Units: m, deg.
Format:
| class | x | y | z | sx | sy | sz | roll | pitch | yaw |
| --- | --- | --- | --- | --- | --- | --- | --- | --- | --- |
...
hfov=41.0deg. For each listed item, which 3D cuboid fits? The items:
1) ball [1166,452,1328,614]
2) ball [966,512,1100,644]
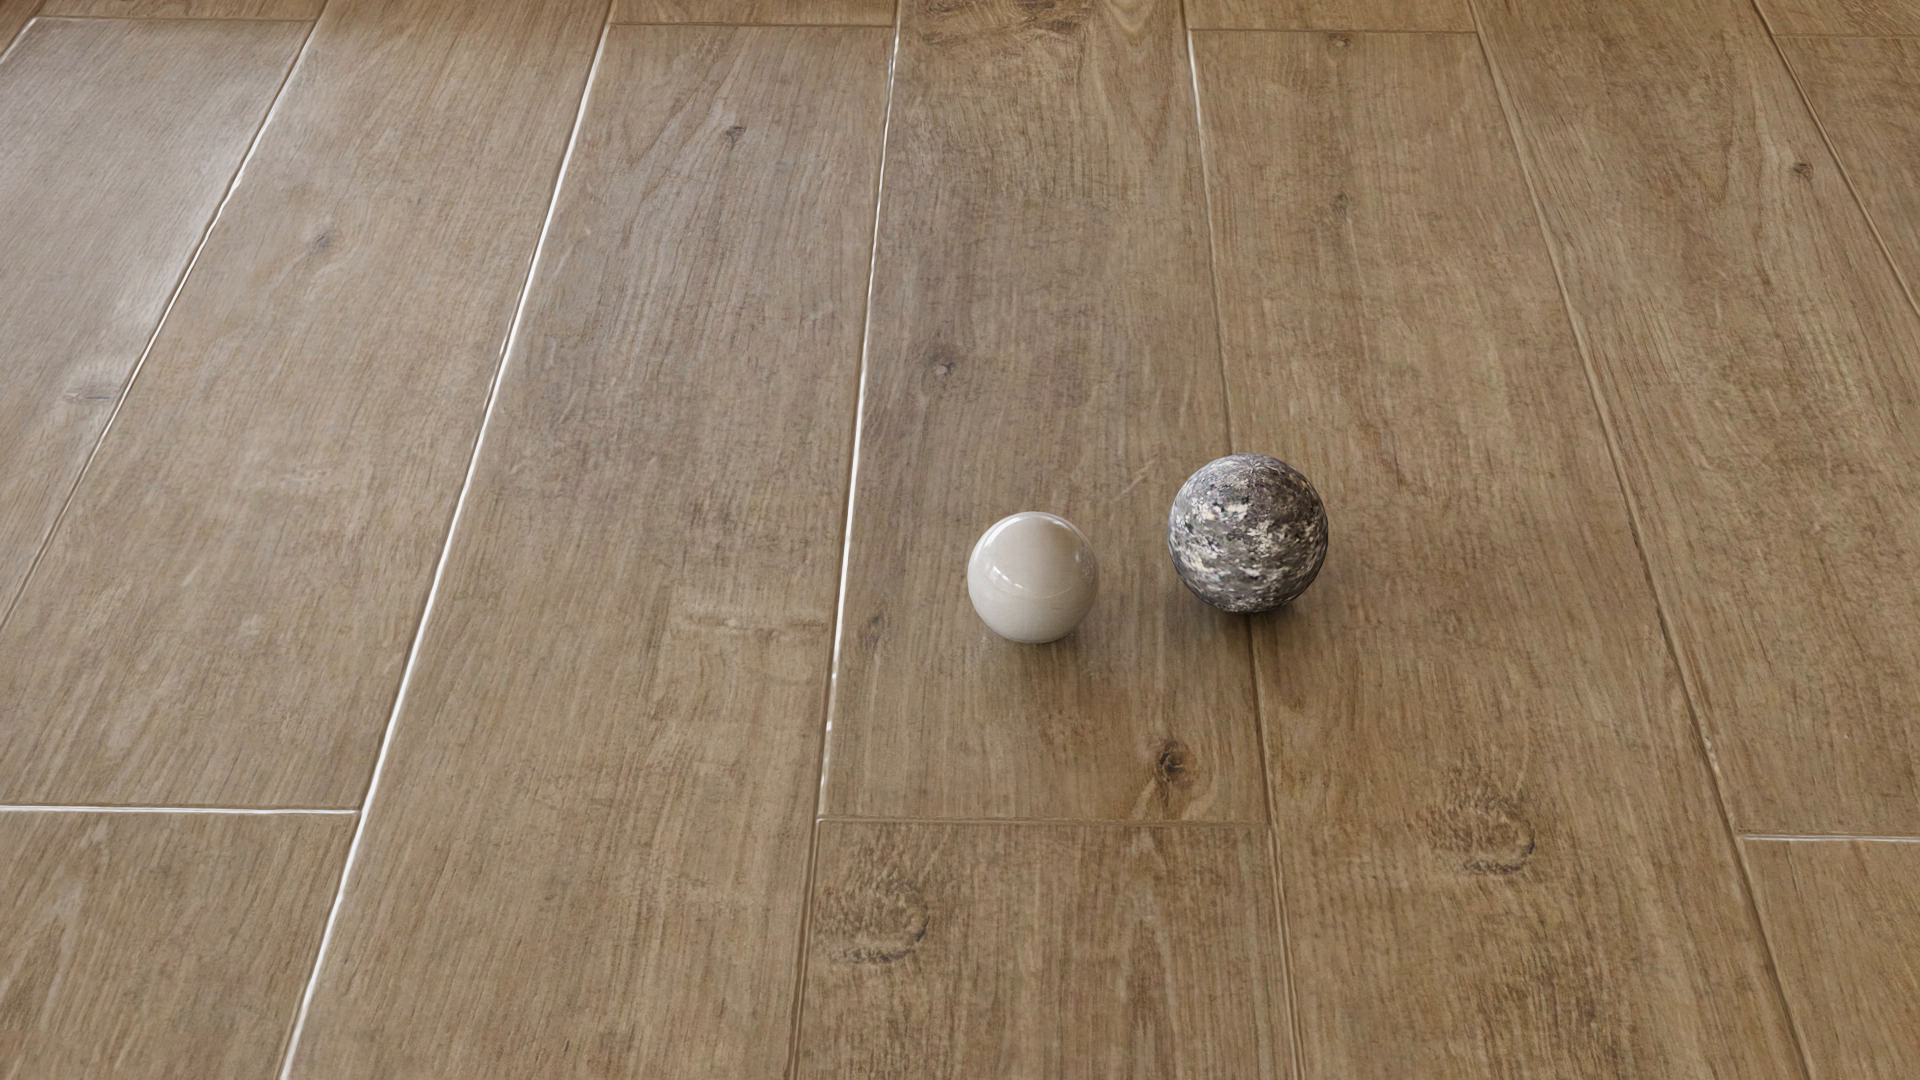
| class | x | y | z | sx | sy | sz | roll | pitch | yaw |
| --- | --- | --- | --- | --- | --- | --- | --- | --- | --- |
| ball | 0.172 | -0.004 | 1.536 | 0.097 | 0.097 | 0.097 | 0 | 37 | 0 |
| ball | 0.043 | 0.022 | 1.516 | 0.079 | 0.079 | 0.079 | 0 | 37 | 0 |
